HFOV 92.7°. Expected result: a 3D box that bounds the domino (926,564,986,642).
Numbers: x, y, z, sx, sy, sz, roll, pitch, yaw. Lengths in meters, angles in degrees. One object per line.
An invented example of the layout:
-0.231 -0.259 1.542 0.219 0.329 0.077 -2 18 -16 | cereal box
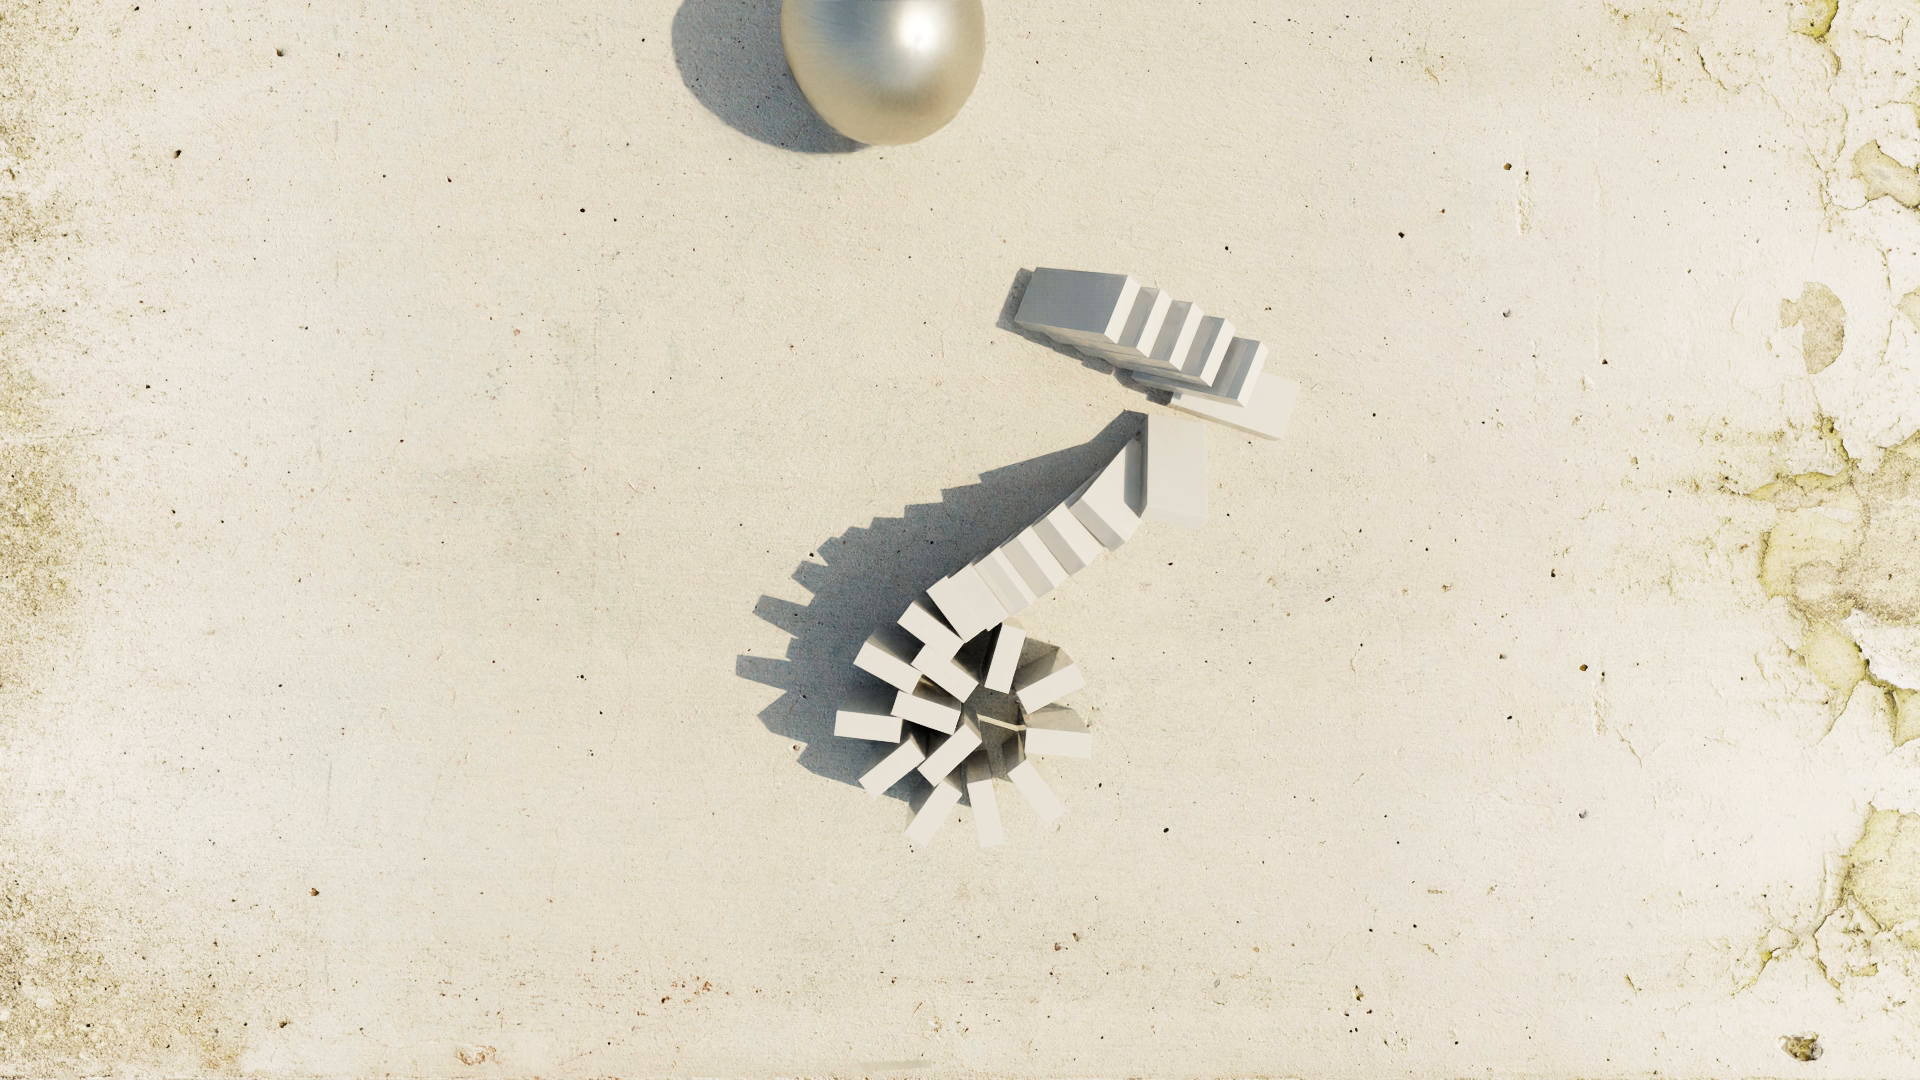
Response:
0.001 0.025 0.375 0.009 0.050 0.025 -37 90 6 | domino

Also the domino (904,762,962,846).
-0.011 0.104 0.375 0.009 0.050 0.025 36 90 0 | domino

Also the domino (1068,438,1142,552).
0.068 -0.019 0.380 0.025 0.010 0.050 45 49 -1 | domino

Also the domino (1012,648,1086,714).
0.035 0.057 0.375 0.025 0.050 0.010 -27 90 0 | domino

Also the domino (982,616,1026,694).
0.017 0.045 0.375 0.010 0.050 0.025 16 90 0 | domino

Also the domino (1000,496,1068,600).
0.038 0.002 0.377 0.010 0.050 0.025 -37 90 36 | domino

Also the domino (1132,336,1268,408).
0.099 -0.073 0.381 0.050 0.010 0.025 22 90 39 | domino

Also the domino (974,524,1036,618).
0.024 0.011 0.375 0.010 0.050 0.025 -37 90 24 | domino

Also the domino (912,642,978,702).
-0.005 0.050 0.375 0.025 0.050 0.009 36 92 0 | domino

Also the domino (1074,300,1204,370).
0.073 -0.087 0.379 0.050 0.010 0.025 22 90 44 | domino

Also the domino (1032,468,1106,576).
0.053 -0.008 0.379 0.025 0.050 0.009 51 134 0 | domino

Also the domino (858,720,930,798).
-0.026 0.088 0.375 0.025 0.050 0.009 -39 90 0 | domino

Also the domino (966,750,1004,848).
0.010 0.104 0.375 0.009 0.050 0.025 -12 90 0 | domino

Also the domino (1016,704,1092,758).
0.037 0.078 0.375 0.025 0.050 0.010 5 90 0 | domino

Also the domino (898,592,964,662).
-0.011 0.034 0.375 0.025 0.050 0.010 37 92 0 | domino

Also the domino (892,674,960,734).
-0.013 0.066 0.375 0.025 0.050 0.009 19 91 0 | domino

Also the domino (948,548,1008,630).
0.011 0.019 0.375 0.010 0.050 0.025 -37 90 11 | domino

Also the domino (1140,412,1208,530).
0.089 -0.029 0.381 0.025 0.010 0.050 11 55 -3 | domino

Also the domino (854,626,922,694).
-0.027 0.048 0.375 0.025 0.050 0.010 29 92 0 | domino

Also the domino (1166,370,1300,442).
0.117 -0.063 0.395 0.050 0.009 0.025 18 90 0 | domino

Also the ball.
-0.030 -0.198 0.360 0.080 0.080 0.080 0 90 0 | ball

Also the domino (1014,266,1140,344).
0.048 -0.098 0.379 0.050 0.010 0.025 22 90 44 | domino

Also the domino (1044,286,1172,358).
0.060 -0.092 0.379 0.050 0.009 0.025 22 90 44 | domino

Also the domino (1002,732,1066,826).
0.029 0.096 0.375 0.010 0.050 0.025 -37 90 0 | domino

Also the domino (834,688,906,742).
-0.035 0.071 0.375 0.025 0.050 0.009 7 91 0 | domino

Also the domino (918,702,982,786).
-0.004 0.082 0.375 0.025 0.050 0.010 -43 91 0 | domino

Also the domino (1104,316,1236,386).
0.085 -0.081 0.379 0.050 0.010 0.025 24 91 44 | domino
